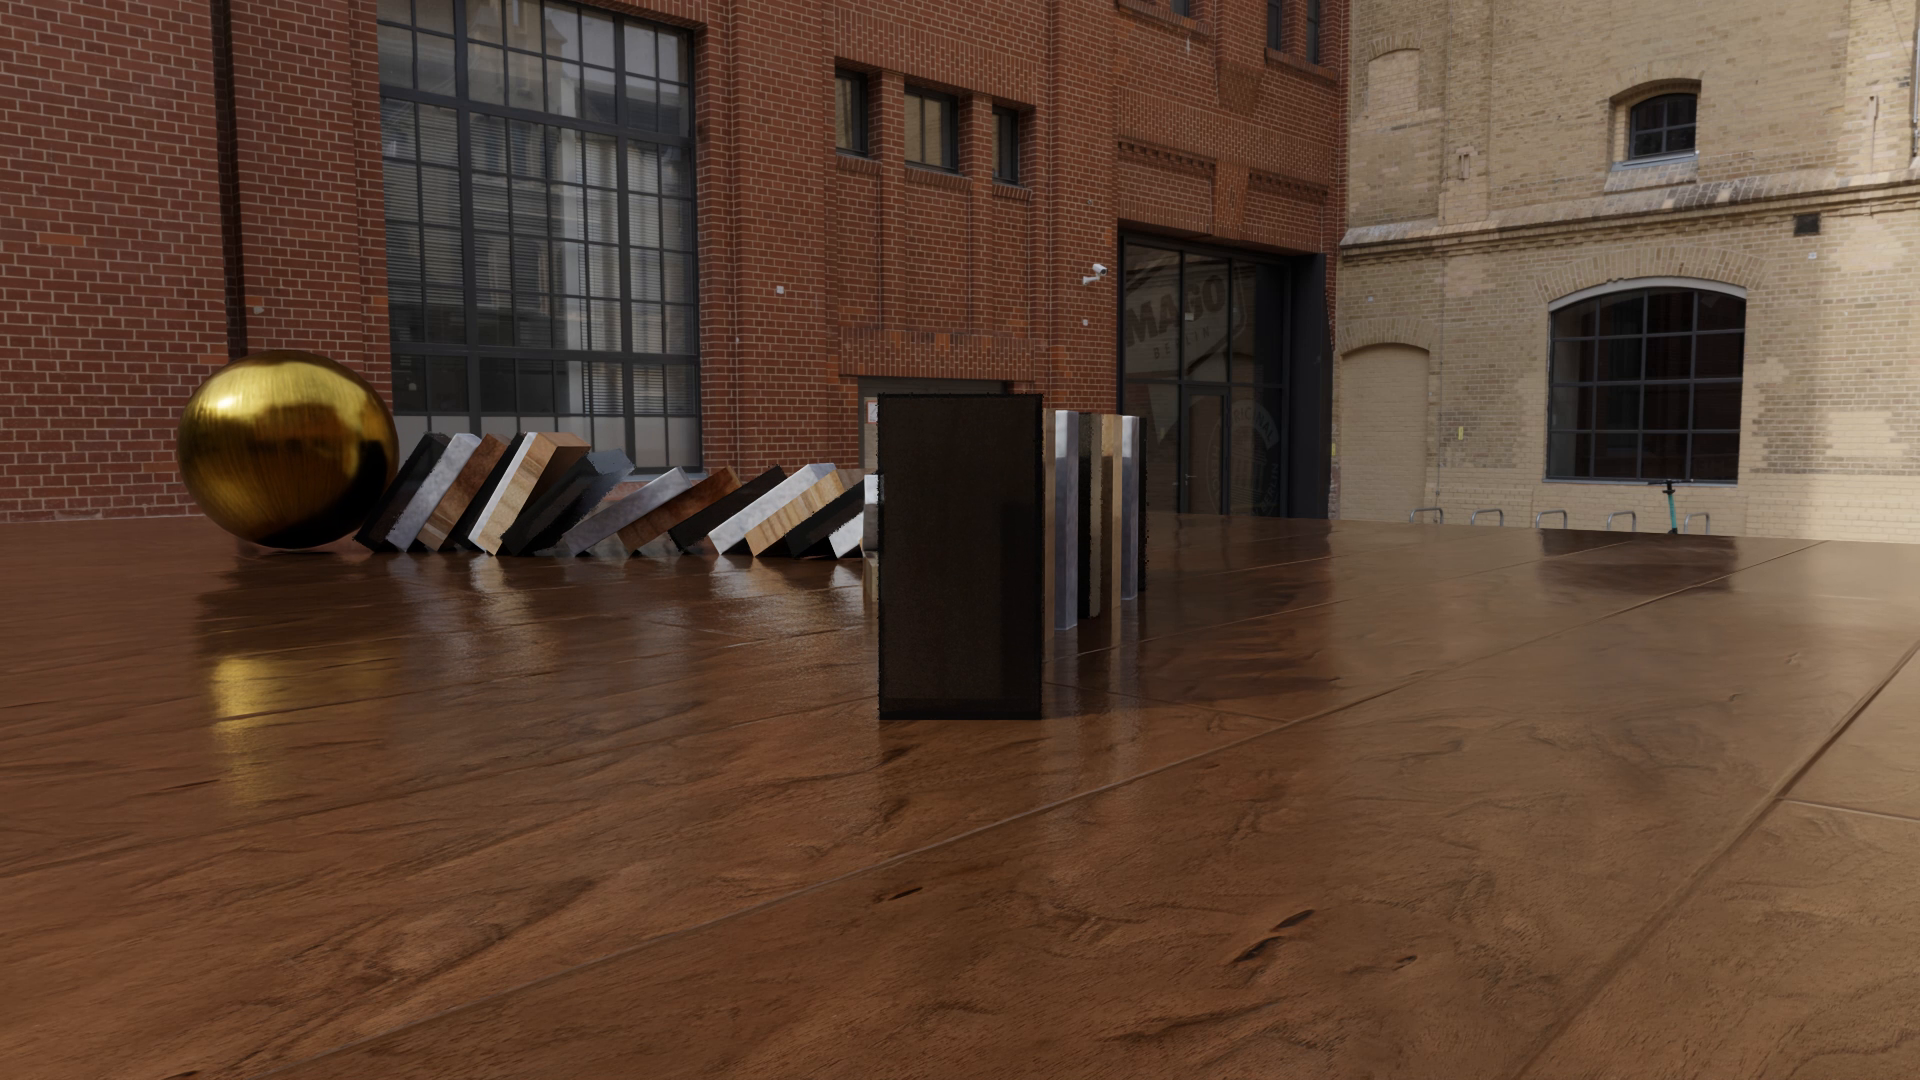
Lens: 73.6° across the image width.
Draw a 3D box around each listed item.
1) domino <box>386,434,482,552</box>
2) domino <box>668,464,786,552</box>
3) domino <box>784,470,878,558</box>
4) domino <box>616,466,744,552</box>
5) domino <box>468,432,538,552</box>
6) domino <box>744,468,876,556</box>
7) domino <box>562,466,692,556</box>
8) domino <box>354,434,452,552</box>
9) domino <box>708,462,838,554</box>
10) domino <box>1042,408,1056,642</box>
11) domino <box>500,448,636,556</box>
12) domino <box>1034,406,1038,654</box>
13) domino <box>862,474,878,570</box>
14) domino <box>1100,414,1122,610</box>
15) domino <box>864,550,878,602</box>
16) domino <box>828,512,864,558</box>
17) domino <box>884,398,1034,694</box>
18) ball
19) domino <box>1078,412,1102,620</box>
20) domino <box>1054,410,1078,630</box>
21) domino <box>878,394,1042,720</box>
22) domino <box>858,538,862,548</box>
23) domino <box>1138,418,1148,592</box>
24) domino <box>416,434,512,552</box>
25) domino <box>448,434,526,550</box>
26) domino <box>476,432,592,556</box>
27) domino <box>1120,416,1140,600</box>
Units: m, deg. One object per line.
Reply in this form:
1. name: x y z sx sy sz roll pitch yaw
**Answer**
1. domino: -0.210 -0.020 0.517 0.009 0.050 0.025 34 0 -8
2. domino: -0.091 -0.013 0.510 0.050 0.010 0.025 -31 6 -5
3. domino: -0.038 -0.010 0.472 0.050 0.009 0.025 -32 -14 29
4. domino: -0.110 -0.013 0.506 0.050 0.010 0.025 -31 6 -5
5. domino: -0.173 -0.019 0.511 0.009 0.050 0.025 35 11 9
6. domino: -0.055 -0.010 0.483 0.050 0.010 0.025 -33 -13 29
7. domino: -0.129 -0.012 0.501 0.050 0.009 0.025 -31 8 -5
8. domino: -0.221 -0.019 0.516 0.010 0.050 0.025 34 0 -8
9. domino: -0.071 -0.012 0.498 0.050 0.010 0.025 -33 -5 16
10. domino: 0.008 -0.004 0.281 0.025 0.050 0.009 1 4 17
11. domino: -0.149 -0.014 0.487 0.050 0.009 0.025 -40 -3 18
12. domino: 0.003 -0.002 0.261 0.025 0.050 0.009 1 4 9
13. domino: -0.017 -0.004 0.393 0.025 0.010 0.050 -1 -25 -6
14. domino: 0.029 -0.008 0.338 0.025 0.050 0.009 2 5 21
15. domino: -0.014 0.010 0.373 0.025 0.010 0.050 -1 4 -7
16. domino: -0.021 -0.009 0.462 0.050 0.010 0.025 -33 -17 30
17. domino: 0.000 0.001 0.221 0.025 0.050 0.009 0 4 1
18. ball: -0.270 -0.036 0.518 0.080 0.080 0.080 0 4 0
19. domino: 0.022 -0.006 0.319 0.025 0.050 0.010 2 5 22
20. domino: 0.014 -0.005 0.300 0.025 0.050 0.010 2 5 21
21. domino: 0.000 0.002 0.201 0.025 0.050 0.009 0 4 0
22. domino: -0.011 -0.006 0.441 0.025 0.009 0.050 -3 -22 -36
23. domino: 0.042 -0.011 0.376 0.025 0.050 0.009 1 4 10
24. domino: -0.198 -0.020 0.519 0.010 0.050 0.025 34 0 -8
25. domino: -0.185 -0.020 0.521 0.010 0.050 0.025 35 3 -2
26. domino: -0.165 -0.018 0.497 0.010 0.050 0.025 35 11 9
27. domino: 0.036 -0.009 0.357 0.025 0.050 0.010 1 5 19
